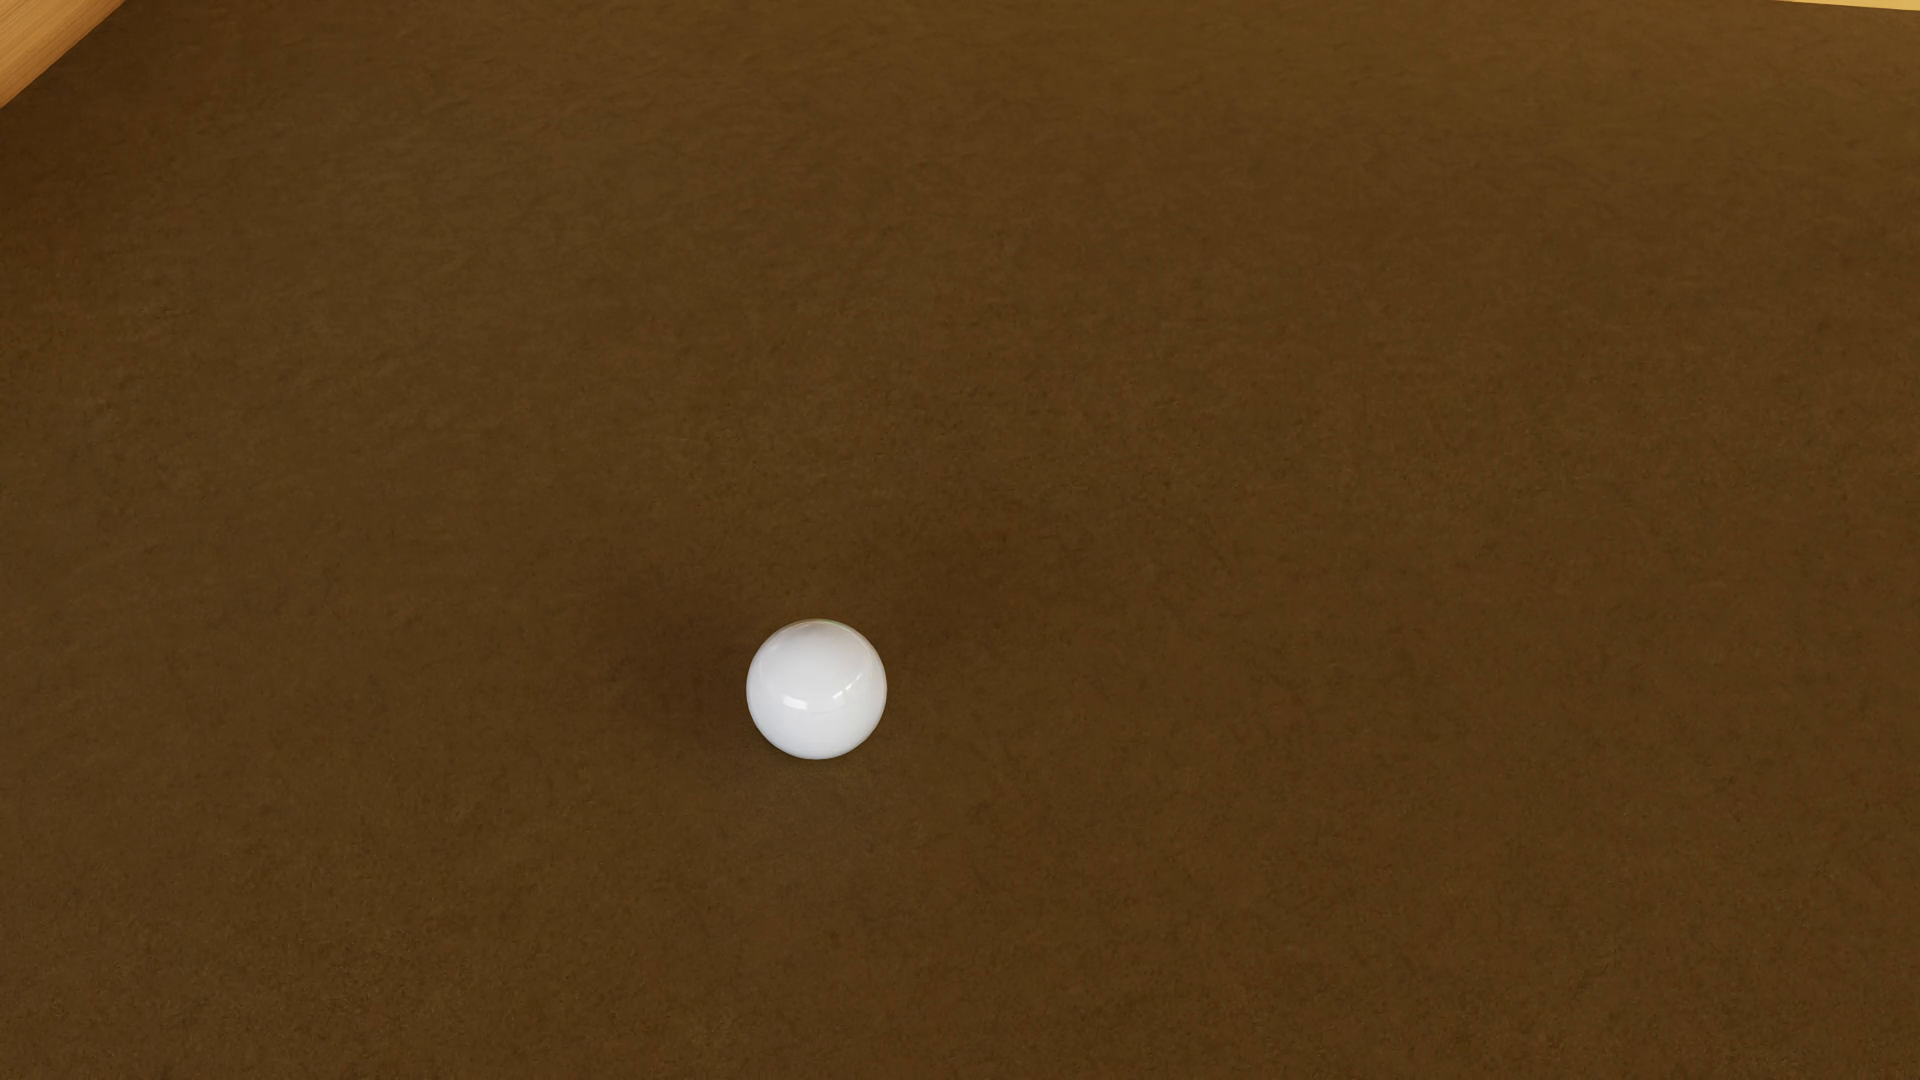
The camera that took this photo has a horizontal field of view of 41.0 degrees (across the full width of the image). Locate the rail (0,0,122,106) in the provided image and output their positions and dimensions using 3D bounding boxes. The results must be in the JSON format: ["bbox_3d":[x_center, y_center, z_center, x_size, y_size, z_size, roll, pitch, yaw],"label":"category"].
[{"bbox_3d":[-1.005,-0.123,1.921,0.045,0.119,2.375,6,35,9],"label":"rail"}]

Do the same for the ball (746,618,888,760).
[{"bbox_3d":[-0.091,0.095,1.635,0.090,0.090,0.090,0,35,0],"label":"ball"}]

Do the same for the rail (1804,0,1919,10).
[{"bbox_3d":[1.248,-0.551,2.538,4.188,0.119,0.045,6,35,9],"label":"rail"}]
